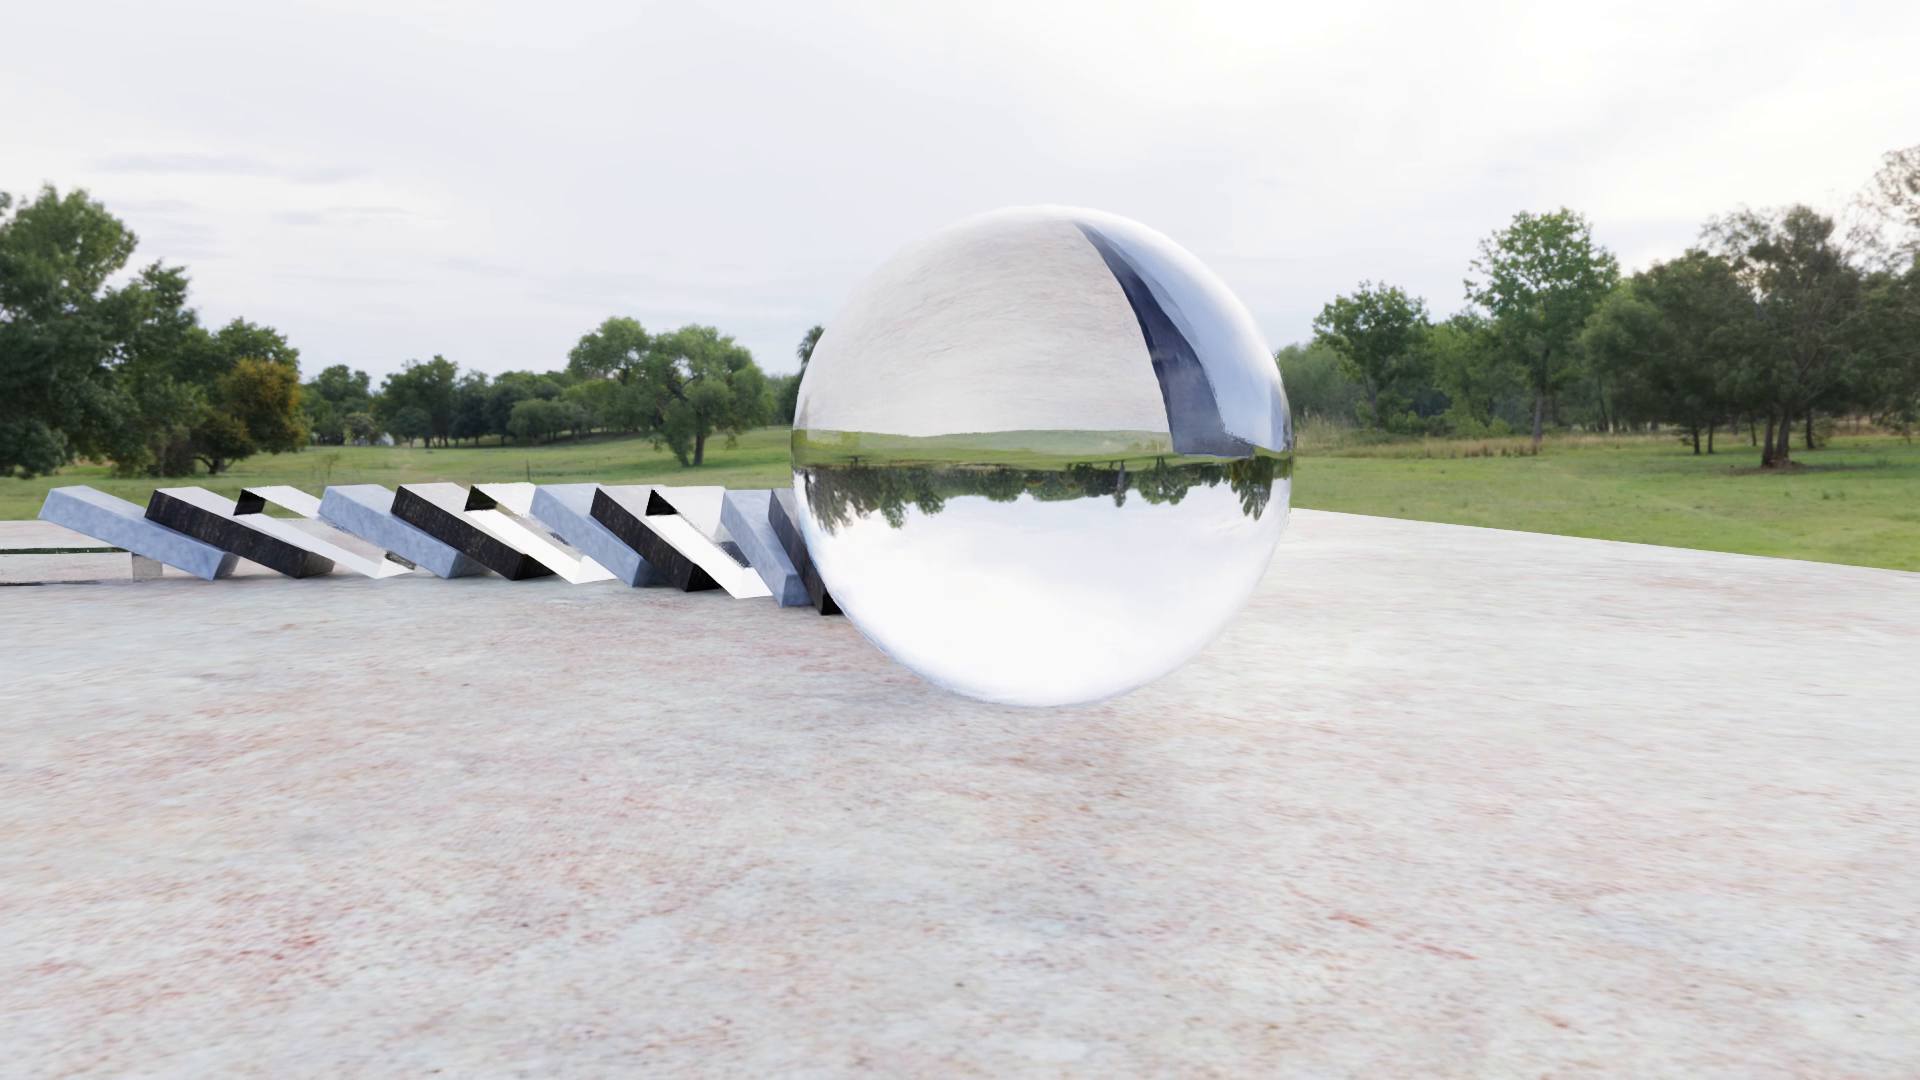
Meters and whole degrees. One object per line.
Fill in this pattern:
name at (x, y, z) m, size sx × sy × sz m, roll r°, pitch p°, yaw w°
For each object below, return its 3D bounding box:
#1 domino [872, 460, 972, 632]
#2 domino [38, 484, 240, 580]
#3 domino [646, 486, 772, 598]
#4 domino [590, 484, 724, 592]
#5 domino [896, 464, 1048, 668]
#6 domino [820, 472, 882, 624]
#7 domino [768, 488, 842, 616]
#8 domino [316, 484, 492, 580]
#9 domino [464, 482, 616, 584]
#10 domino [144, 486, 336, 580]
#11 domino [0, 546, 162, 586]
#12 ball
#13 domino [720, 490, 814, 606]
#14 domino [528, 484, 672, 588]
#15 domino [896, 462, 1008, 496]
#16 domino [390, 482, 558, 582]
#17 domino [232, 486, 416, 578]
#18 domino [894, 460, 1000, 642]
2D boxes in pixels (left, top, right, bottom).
domino at (-0.007, 0.000, 0.307) m, size 0.025 × 0.010 × 0.050 m, roll -1°, pitch 42°, yaw -7°
domino at (-0.256, -0.002, 0.403) m, size 0.050 × 0.010 × 0.025 m, roll 24°, pitch -2°, yaw -16°
domino at (-0.068, 0.000, 0.375) m, size 0.025 × 0.009 × 0.050 m, roll -4°, pitch 31°, yaw -46°
domino at (-0.087, -0.001, 0.389) m, size 0.050 × 0.010 × 0.025 m, roll 33°, pitch 23°, yaw 33°
domino at (0.001, 0.004, 0.261) m, size 0.025 × 0.009 × 0.050 m, roll -1°, pitch 42°, yaw -7°
domino at (-0.018, 0.001, 0.324) m, size 0.025 × 0.009 × 0.050 m, roll -1°, pitch 37°, yaw -19°
domino at (-0.032, 0.002, 0.341) m, size 0.025 × 0.010 × 0.050 m, roll -2°, pitch 31°, yaw -25°
domino at (-0.179, -0.003, 0.418) m, size 0.050 × 0.009 × 0.025 m, roll 25°, pitch 9°, yaw 9°
domino at (-0.131, -0.003, 0.410) m, size 0.050 × 0.009 × 0.025 m, roll 29°, pitch 16°, yaw 22°
domino at (-0.230, -0.003, 0.413) m, size 0.050 × 0.009 × 0.025 m, roll 23°, pitch 3°, yaw -5°
domino at (-0.280, 0.008, 0.397) m, size 0.050 × 0.010 × 0.025 m, roll -1°, pitch 4°, yaw -14°
ball at (0.013, -0.013, 0.207) m, size 0.080 × 0.080 × 0.080 m, roll 0°, pitch 4°, yaw 0°
domino at (-0.047, 0.001, 0.359) m, size 0.025 × 0.009 × 0.050 m, roll -3°, pitch 29°, yaw -30°
domino at (-0.108, -0.002, 0.401) m, size 0.050 × 0.009 × 0.025 m, roll 31°, pitch 19°, yaw 27°
domino at (0.001, 0.003, 0.277) m, size 0.025 × 0.010 × 0.050 m, roll -1°, pitch 42°, yaw -7°
domino at (-0.155, -0.003, 0.415) m, size 0.050 × 0.010 × 0.025 m, roll 27°, pitch 11°, yaw 14°
domino at (-0.205, -0.003, 0.417) m, size 0.050 × 0.009 × 0.025 m, roll 23°, pitch 5°, yaw 1°
domino at (-0.001, 0.001, 0.292) m, size 0.025 × 0.010 × 0.050 m, roll 0°, pitch 42°, yaw -7°
